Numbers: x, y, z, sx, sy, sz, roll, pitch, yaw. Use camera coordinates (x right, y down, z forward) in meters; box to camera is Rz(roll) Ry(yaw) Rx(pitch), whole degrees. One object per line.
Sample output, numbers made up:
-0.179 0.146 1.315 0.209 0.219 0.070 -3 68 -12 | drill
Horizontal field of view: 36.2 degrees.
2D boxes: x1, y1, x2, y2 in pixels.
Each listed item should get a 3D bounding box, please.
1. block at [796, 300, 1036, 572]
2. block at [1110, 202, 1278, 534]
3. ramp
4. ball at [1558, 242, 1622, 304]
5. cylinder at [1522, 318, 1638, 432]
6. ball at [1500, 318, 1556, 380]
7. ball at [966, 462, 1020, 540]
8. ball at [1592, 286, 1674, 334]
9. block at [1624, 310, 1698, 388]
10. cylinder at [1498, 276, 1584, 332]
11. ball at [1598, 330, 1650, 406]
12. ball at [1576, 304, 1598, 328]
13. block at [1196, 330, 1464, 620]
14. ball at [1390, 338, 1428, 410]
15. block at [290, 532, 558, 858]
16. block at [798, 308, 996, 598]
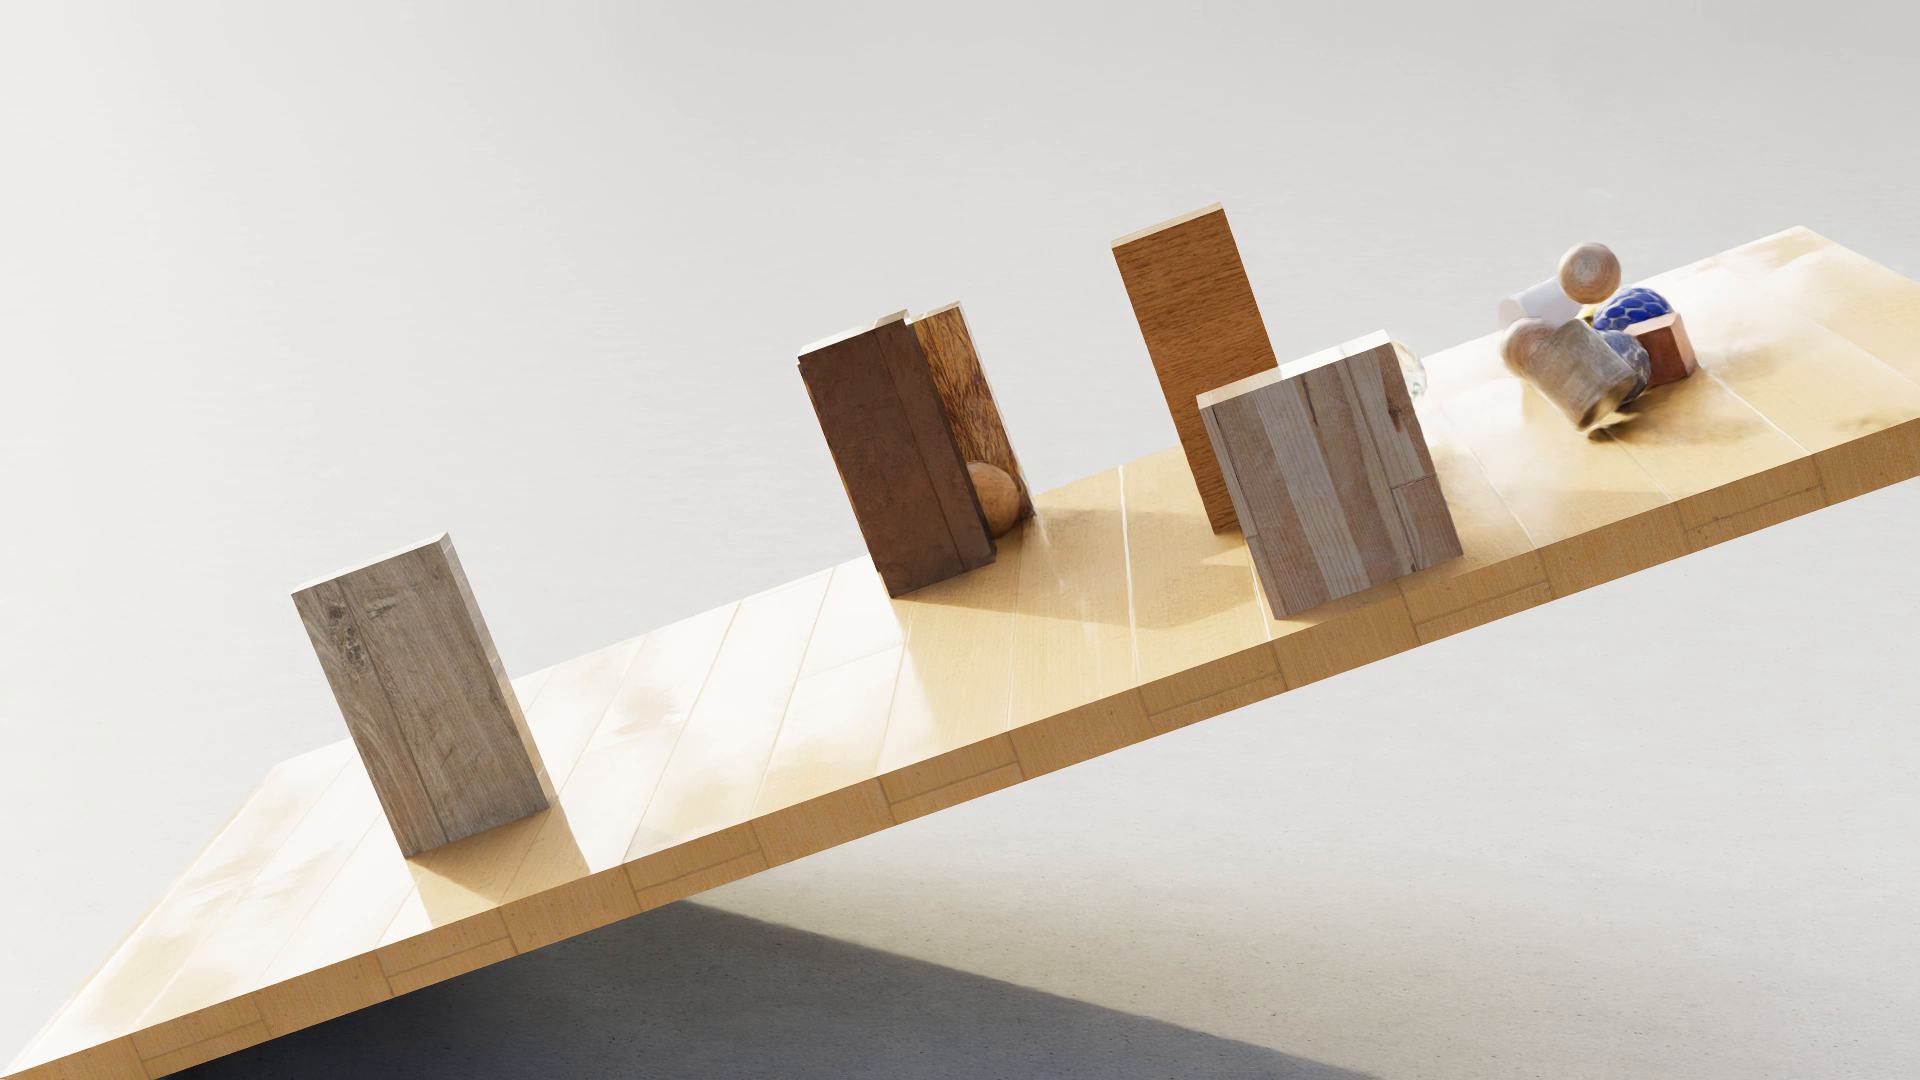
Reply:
-0.100 -0.247 7.034 0.408 0.537 0.101 -19 11 6 | block
0.539 -0.359 6.162 0.243 0.642 0.126 -19 11 6 | block
0.116 0.177 6.297 4.000 0.100 2.000 -19 11 6 | ramp
1.220 -0.517 5.700 0.123 0.123 0.123 0 13 0 | ball
1.229 -0.327 5.832 0.162 0.162 0.162 49 34 18 | cylinder
1.255 -0.420 6.464 0.138 0.138 0.138 0 13 0 | ball
0.046 -0.087 6.916 0.189 0.189 0.189 0 13 0 | ball
1.423 -0.449 6.205 0.175 0.175 0.175 0 13 0 | ball
1.435 -0.389 6.055 0.113 0.113 0.113 -16 12 28 | block
1.337 -0.516 6.763 0.139 0.139 0.139 -24 21 -18 | cylinder
1.322 -0.348 5.967 0.154 0.154 0.154 0 13 0 | ball
1.406 -0.465 6.460 0.116 0.116 0.116 0 13 0 | ball
0.675 -0.120 5.381 0.363 0.416 0.141 -19 11 6 | block
0.944 -0.353 6.559 0.193 0.193 0.193 0 13 0 | ball
-1.090 0.318 6.002 0.325 0.595 0.086 -19 11 6 | block
-0.140 -0.197 6.719 0.255 0.596 0.146 -19 11 6 | block
